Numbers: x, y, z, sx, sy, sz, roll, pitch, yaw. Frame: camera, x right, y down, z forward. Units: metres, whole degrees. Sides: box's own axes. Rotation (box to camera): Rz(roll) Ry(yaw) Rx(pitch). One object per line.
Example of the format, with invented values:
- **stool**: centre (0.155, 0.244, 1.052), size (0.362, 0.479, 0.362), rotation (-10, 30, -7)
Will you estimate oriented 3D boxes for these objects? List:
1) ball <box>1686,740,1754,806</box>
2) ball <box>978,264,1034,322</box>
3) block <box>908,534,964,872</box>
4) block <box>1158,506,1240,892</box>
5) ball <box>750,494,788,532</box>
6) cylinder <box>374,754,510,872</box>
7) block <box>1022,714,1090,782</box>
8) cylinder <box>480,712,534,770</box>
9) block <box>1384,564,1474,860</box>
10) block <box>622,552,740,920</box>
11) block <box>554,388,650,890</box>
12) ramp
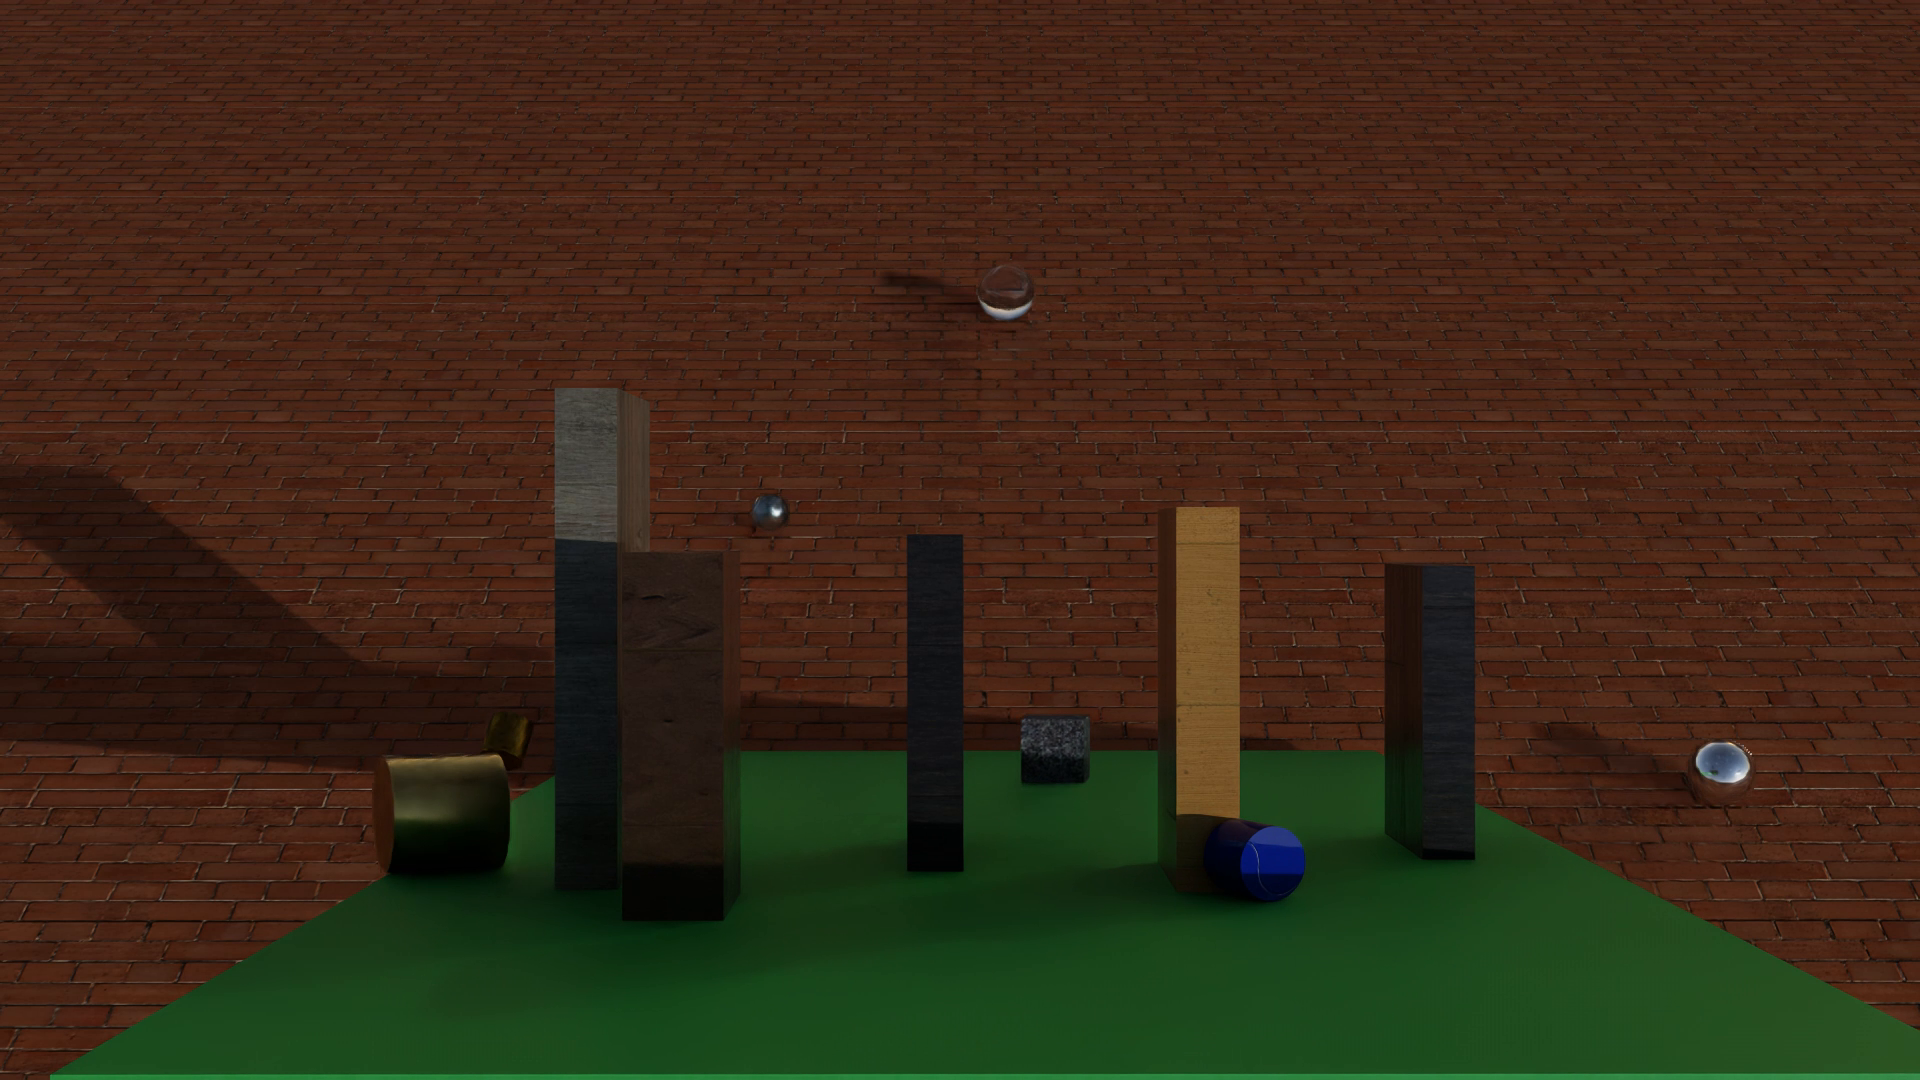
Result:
- **ball**: centre (1.932, 0.591, 6.571), size (0.165, 0.165, 0.165), rotation (0, 30, 0)
- **ball**: centre (0.162, -0.868, 9.092), size (0.198, 0.198, 0.198), rotation (0, 30, 0)
- **block**: centre (-0.041, 0.268, 4.471), size (0.092, 0.554, 0.427), rotation (0, 0, 0)
- **block**: centre (0.384, 0.247, 4.190), size (0.098, 0.596, 0.371), rotation (0, 0, 0)
- **ball**: centre (-0.574, -0.082, 7.802), size (0.114, 0.114, 0.114), rotation (0, 30, 0)
- **cylinder**: centre (-0.858, 0.451, 4.280), size (0.189, 0.189, 0.189), rotation (0, 28, -22)
- **block**: centre (0.217, 0.472, 5.864), size (0.141, 0.141, 0.141), rotation (0, 0, 8)
- **cylinder**: centre (-1.141, 0.506, 6.512), size (0.109, 0.109, 0.109), rotation (6, 58, 10)
- **block**: centre (0.832, 0.294, 4.601), size (0.089, 0.500, 0.389), rotation (0, 0, 0)
- **block**: centre (-0.412, 0.282, 3.856), size (0.145, 0.528, 0.293), rotation (0, 0, 0)
- **block**: centre (-0.584, 0.154, 4.250), size (0.097, 0.783, 0.429), rotation (0, 0, 0)
- **ramp**: centre (0.067, 0.594, 4.650), size (2.000, 0.100, 4.000), rotation (0, 0, 0)
